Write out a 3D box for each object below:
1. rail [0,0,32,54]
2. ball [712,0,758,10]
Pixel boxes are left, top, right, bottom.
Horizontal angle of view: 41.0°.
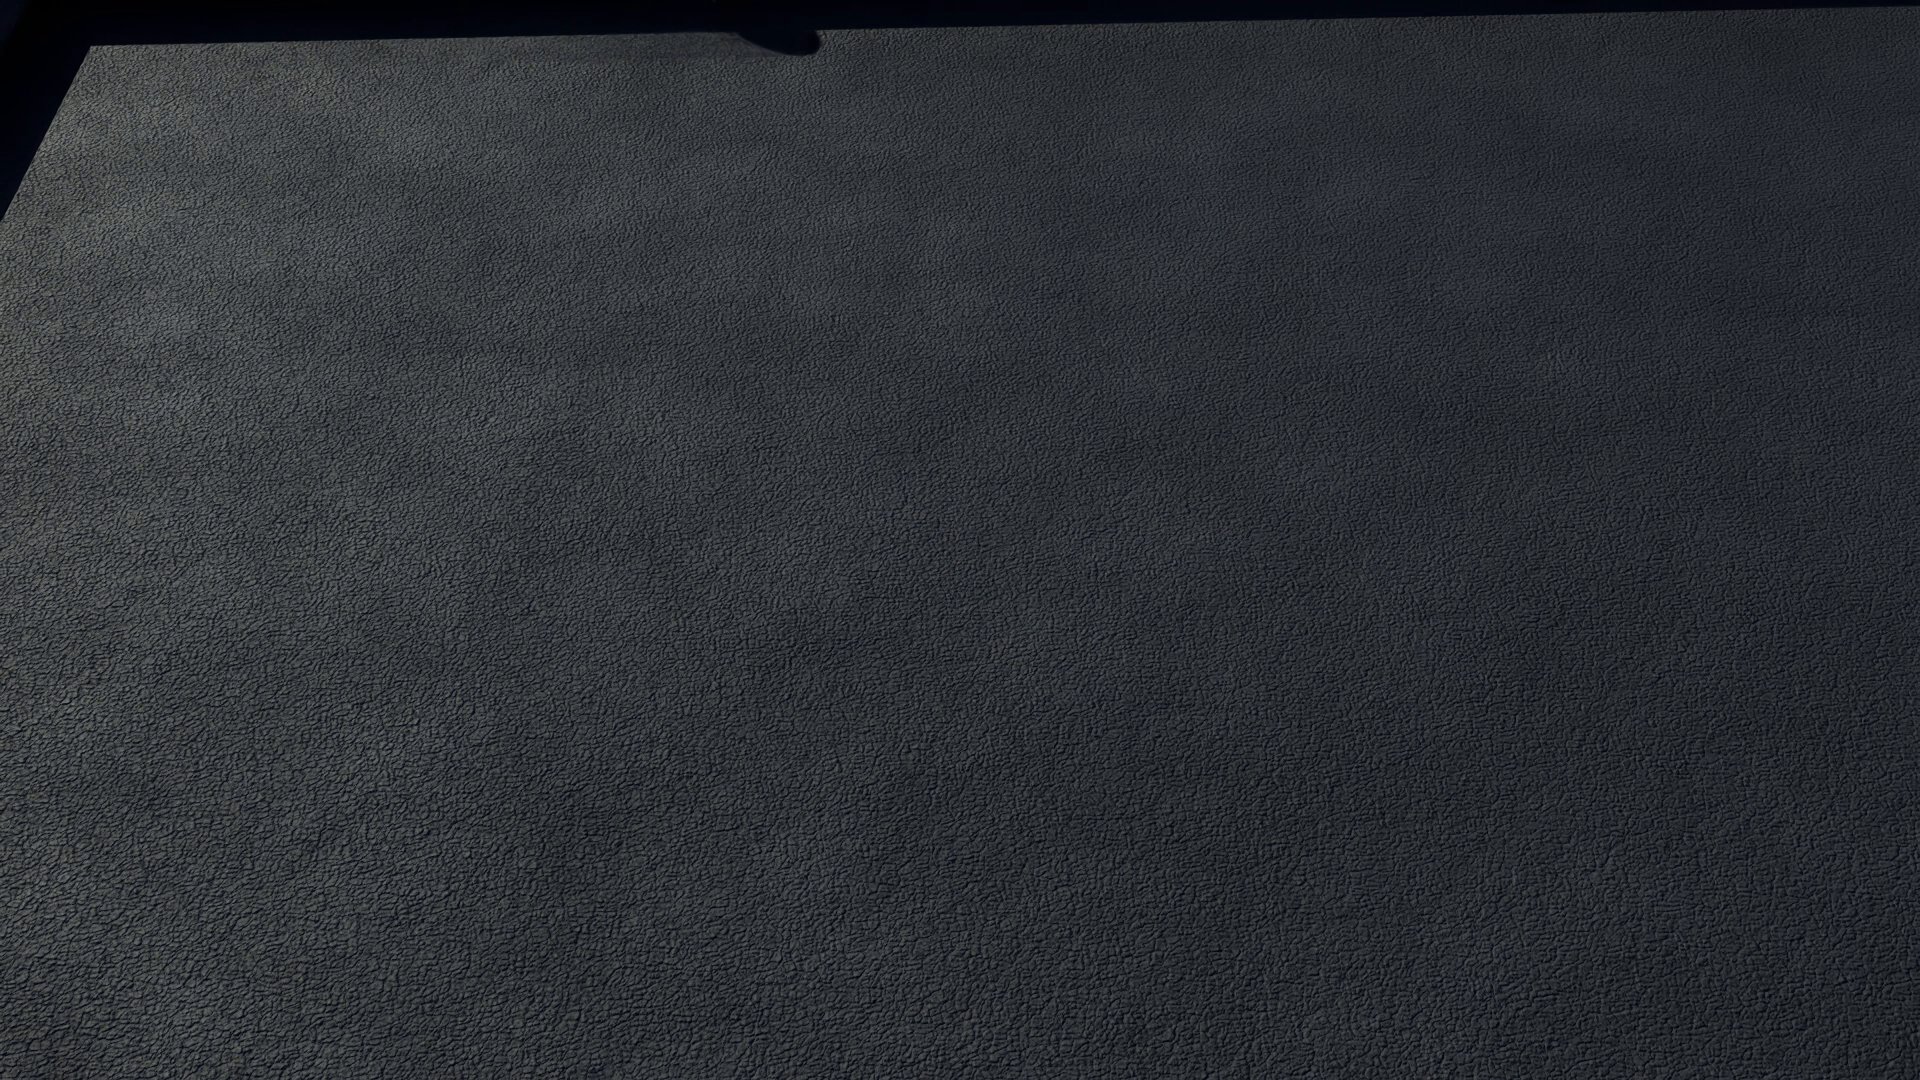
[{"bbox_3d":[-0.808,0.012,1.616,0.045,0.082,1.909,-2,36,-2],"label":"rail"},{"bbox_3d":[-0.207,-0.518,2.355,0.063,0.063,0.063,0,36,0],"label":"ball"}]
